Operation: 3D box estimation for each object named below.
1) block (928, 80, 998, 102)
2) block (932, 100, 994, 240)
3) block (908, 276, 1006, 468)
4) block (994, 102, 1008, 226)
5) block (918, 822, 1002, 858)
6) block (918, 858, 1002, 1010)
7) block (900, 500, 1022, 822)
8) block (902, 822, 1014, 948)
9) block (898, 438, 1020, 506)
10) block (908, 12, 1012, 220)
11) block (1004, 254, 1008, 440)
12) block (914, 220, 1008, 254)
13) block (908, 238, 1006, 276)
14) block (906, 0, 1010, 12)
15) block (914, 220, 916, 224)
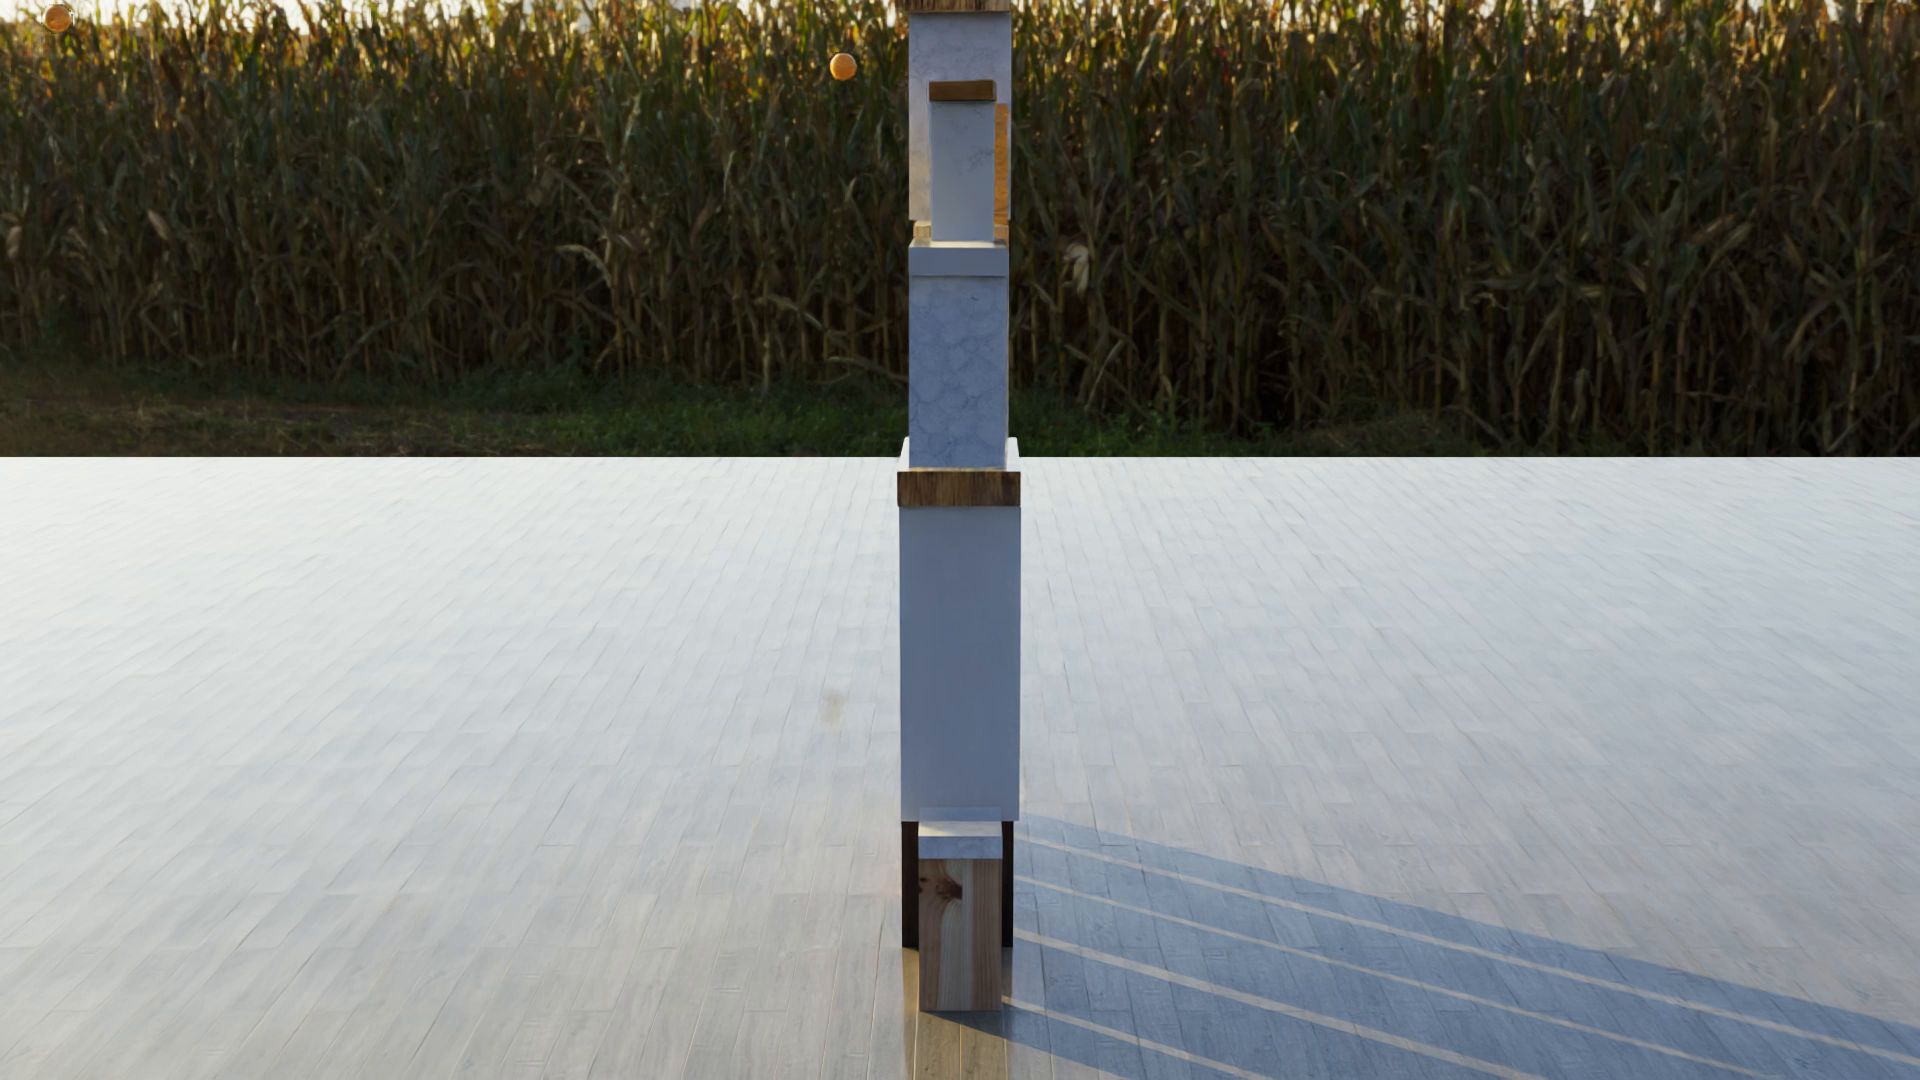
[{"bbox_3d":[0.006,-0.654,3.214,0.090,0.026,0.181,-1,10,4],"label":"block"},{"bbox_3d":[0.004,-0.532,3.168,0.090,0.197,0.026,0,7,0],"label":"block"},{"bbox_3d":[-0.004,-0.238,3.079,0.135,0.269,0.038,1,11,0],"label":"block"},{"bbox_3d":[0.026,-0.563,3.298,0.090,0.181,0.026,0,10,0],"label":"block"},{"bbox_3d":[0.000,0.413,3.228,0.119,0.034,0.238,0,11,0],"label":"block"},{"bbox_3d":[0.000,0.561,3.174,0.119,0.238,0.034,0,11,0],"label":"block"},{"bbox_3d":[0.000,0.172,3.155,0.171,0.467,0.049,0,11,0],"label":"block"},{"bbox_3d":[-0.004,0.460,3.421,0.173,0.347,0.049,0,11,0],"label":"block"},{"bbox_3d":[0.000,-0.103,3.220,0.171,0.049,0.343,0,11,0],"label":"block"},{"bbox_3d":[0.000,-0.671,3.490,0.162,0.323,0.046,0,10,0],"label":"block"},{"bbox_3d":[0.003,-0.295,3.348,0.142,0.283,0.040,0,11,1],"label":"block"},{"bbox_3d":[0.002,-0.472,3.414,0.142,0.040,0.283,0,10,0],"label":"block"},{"bbox_3d":[-0.002,-0.405,3.138,0.135,0.038,0.269,0,11,0],"label":"block"},{"bbox_3d":[0.000,-0.872,3.563,0.162,0.046,0.323,0,10,1],"label":"block"},{"bbox_3d":[0.002,-0.634,3.715,0.162,0.478,0.046,0,11,0],"label":"block"}]
